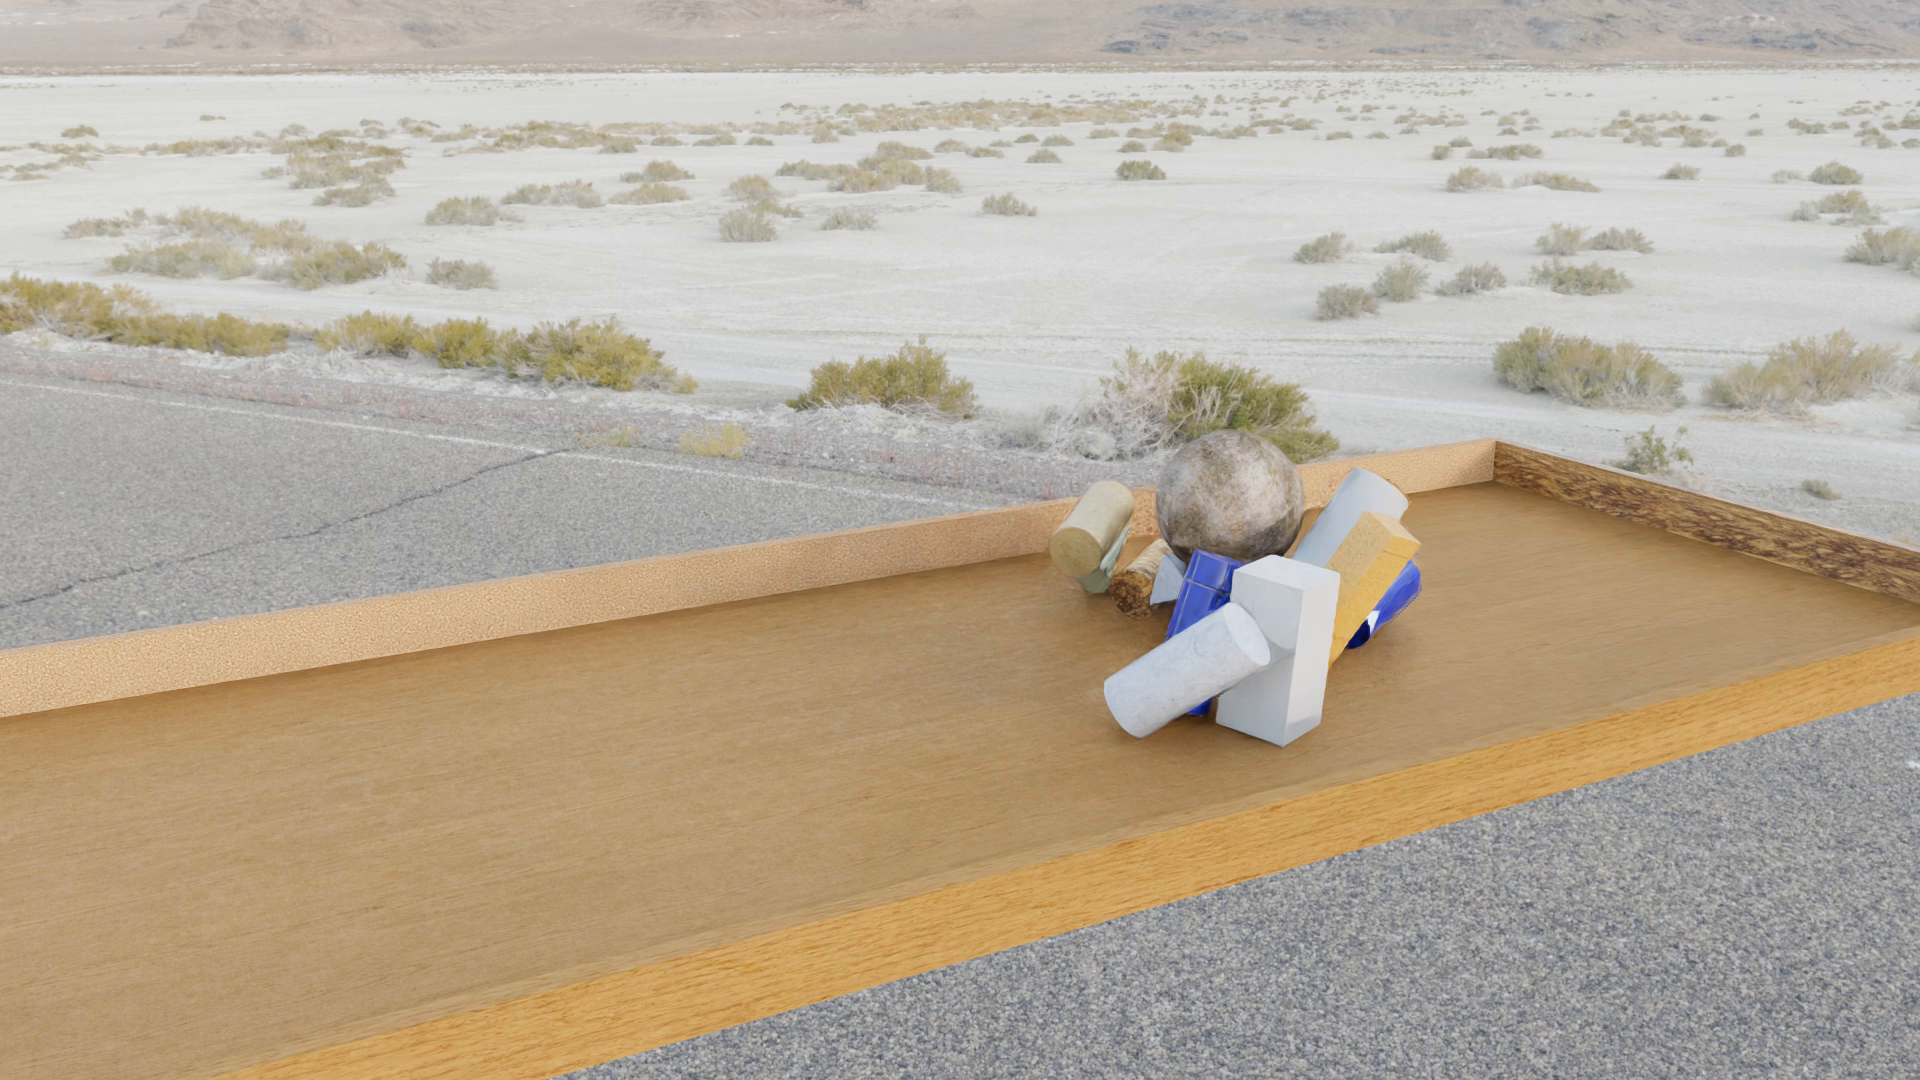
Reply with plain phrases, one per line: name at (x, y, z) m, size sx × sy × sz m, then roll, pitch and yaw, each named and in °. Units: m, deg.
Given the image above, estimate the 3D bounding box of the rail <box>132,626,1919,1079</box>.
rail at (-2.336, 1.006, 1.665) m, size 12.000 × 0.150 × 0.050 m, roll -9°, pitch 18°, yaw -27°

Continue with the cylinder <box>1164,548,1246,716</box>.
cylinder at (0.571, 0.219, 3.910) m, size 0.154 × 0.365 × 0.154 m, roll 17°, pitch 7°, yaw -2°

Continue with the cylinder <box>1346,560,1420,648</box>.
cylinder at (1.113, 0.162, 4.449) m, size 0.136 × 0.136 × 0.312 m, roll 13°, pitch 32°, yaw 37°

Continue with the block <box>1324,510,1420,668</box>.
block at (0.928, 0.146, 4.028) m, size 0.109 × 0.450 × 0.109 m, roll 14°, pitch 28°, yaw -37°

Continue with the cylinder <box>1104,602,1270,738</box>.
cylinder at (0.511, 0.297, 3.734) m, size 0.350 × 0.161 × 0.161 m, roll -36°, pitch -1°, yaw 28°

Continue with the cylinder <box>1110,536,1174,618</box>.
cylinder at (0.595, 0.070, 4.727) m, size 0.150 × 0.150 × 0.405 m, roll 11°, pitch 30°, yaw 32°

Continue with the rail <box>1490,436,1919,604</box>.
rail at (2.466, -0.048, 5.253) m, size 0.050 × 0.150 × 2.100 m, roll -9°, pitch 18°, yaw -27°

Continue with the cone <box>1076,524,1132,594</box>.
cone at (0.455, 0.029, 4.904) m, size 0.106 × 0.106 × 0.303 m, roll 9°, pitch 37°, yaw 28°

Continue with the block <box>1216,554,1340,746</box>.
block at (0.733, 0.251, 3.807) m, size 0.178 × 0.377 × 0.178 m, roll 17°, pitch 22°, yaw 36°

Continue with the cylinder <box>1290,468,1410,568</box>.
cylinder at (0.959, 0.045, 4.251) m, size 0.173 × 0.446 × 0.173 m, roll 35°, pitch -6°, yaw 4°

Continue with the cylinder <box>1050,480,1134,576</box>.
cylinder at (0.388, -0.038, 4.810) m, size 0.153 × 0.153 × 0.332 m, roll 7°, pitch 28°, yaw 21°

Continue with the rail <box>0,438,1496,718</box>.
rail at (-3.305, 0.497, 3.399) m, size 12.000 × 0.150 × 0.050 m, roll -9°, pitch 18°, yaw -27°

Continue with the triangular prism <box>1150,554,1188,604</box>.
triangular prism at (0.670, 0.096, 4.593) m, size 0.139 × 0.121 × 0.382 m, roll -14°, pitch -7°, yaw 34°

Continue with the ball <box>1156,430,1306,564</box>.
ball at (0.713, -0.094, 4.362) m, size 0.390 × 0.390 × 0.390 m, roll 0°, pitch 16°, yaw 0°
